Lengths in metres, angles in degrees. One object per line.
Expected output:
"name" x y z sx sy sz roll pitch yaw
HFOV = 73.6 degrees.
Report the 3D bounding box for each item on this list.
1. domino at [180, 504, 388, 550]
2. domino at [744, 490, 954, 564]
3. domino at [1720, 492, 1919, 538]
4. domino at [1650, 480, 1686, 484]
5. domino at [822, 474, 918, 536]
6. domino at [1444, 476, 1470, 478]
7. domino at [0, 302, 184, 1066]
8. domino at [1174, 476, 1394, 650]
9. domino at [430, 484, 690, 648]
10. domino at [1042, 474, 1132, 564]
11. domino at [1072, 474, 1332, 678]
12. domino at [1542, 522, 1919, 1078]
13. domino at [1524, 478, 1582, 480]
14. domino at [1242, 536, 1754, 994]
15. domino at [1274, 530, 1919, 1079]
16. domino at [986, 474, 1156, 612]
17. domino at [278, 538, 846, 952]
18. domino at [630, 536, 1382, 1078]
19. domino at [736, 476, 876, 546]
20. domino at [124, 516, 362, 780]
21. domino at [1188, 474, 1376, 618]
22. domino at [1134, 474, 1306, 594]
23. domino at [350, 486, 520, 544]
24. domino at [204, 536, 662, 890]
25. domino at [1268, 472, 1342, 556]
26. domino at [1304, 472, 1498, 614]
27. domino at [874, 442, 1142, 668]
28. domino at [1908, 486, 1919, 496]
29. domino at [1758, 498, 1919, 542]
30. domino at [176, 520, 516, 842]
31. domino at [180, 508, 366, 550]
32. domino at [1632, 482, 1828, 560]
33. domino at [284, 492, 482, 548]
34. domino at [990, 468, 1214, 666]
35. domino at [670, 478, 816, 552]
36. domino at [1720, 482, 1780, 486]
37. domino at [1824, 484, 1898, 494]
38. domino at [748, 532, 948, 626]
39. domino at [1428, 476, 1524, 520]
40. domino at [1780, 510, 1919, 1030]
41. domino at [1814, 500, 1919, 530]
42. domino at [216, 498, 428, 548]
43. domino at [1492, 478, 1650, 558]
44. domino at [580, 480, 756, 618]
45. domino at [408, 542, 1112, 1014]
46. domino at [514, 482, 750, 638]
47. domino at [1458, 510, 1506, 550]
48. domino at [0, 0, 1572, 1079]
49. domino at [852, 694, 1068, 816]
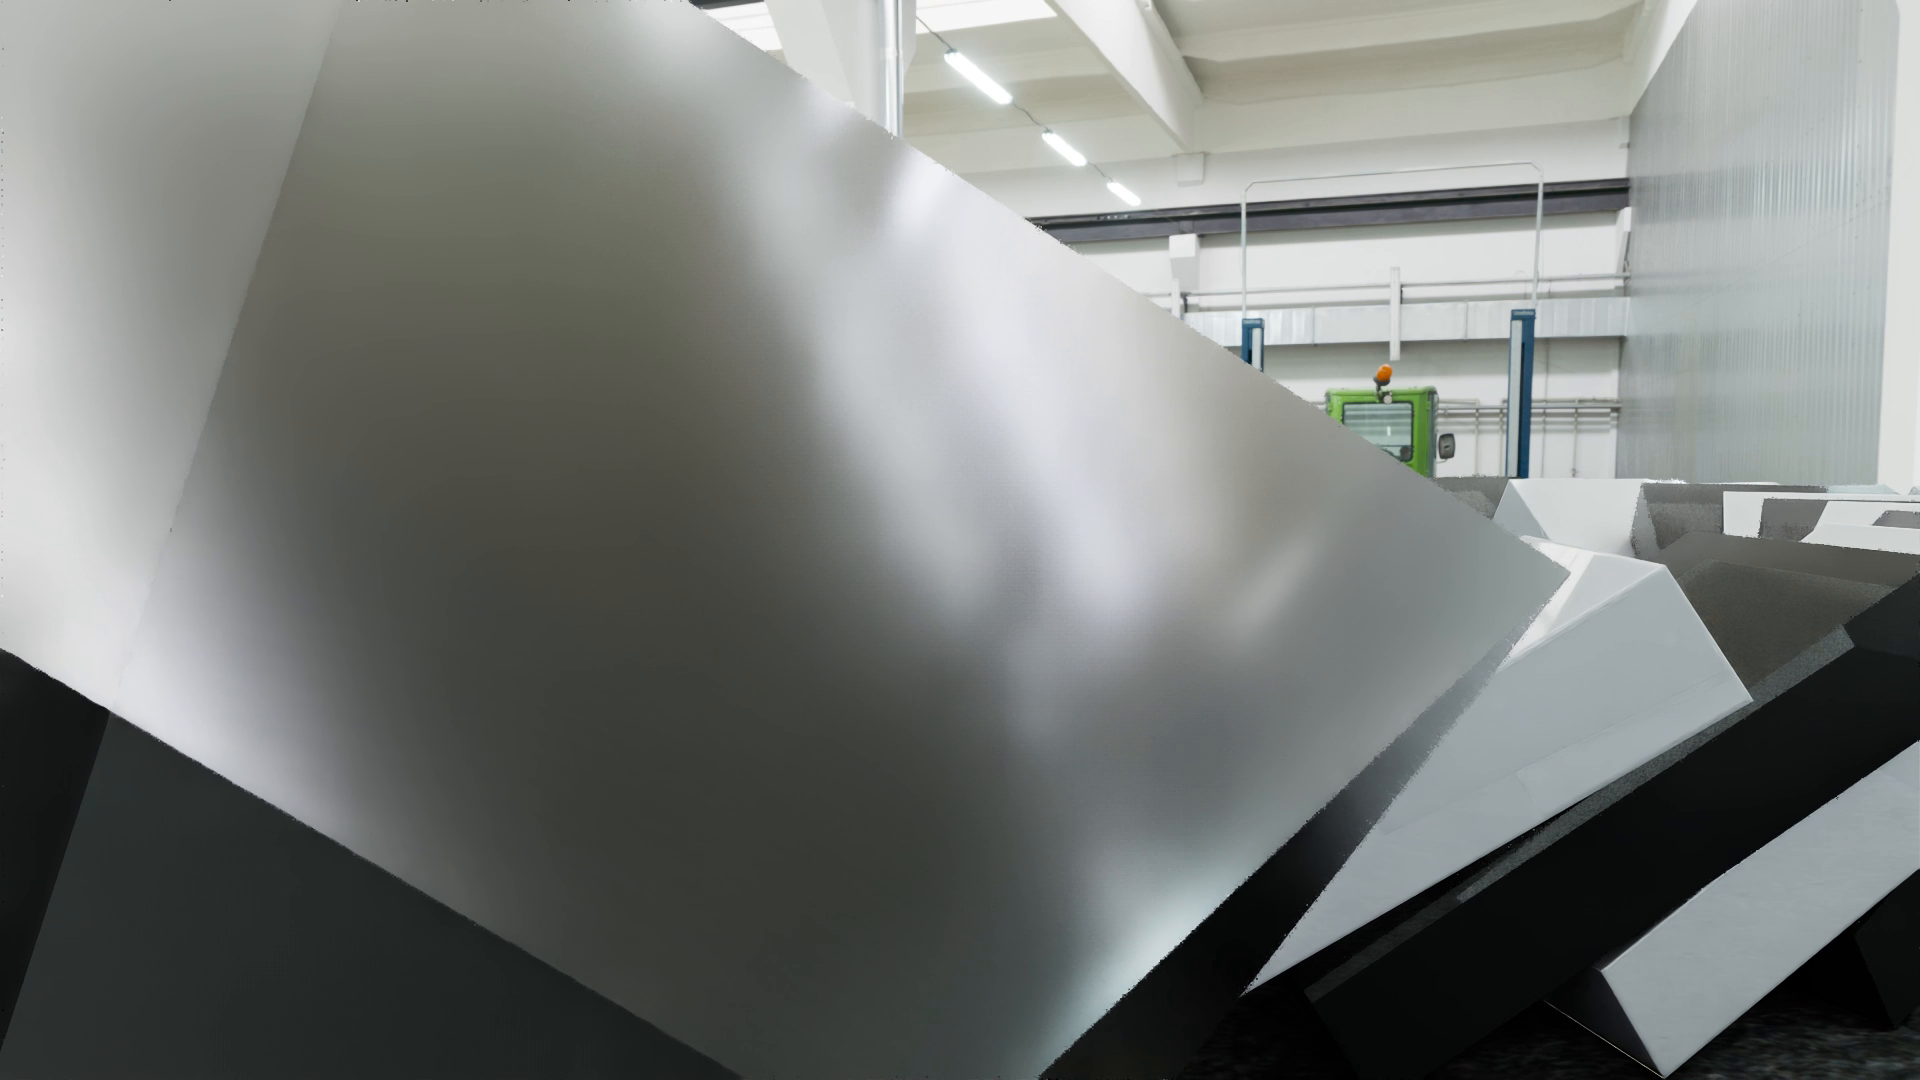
"domino" -0.089 0.012 0.181 0.025 0.009 0.050 0 -28 0
"domino" -0.009 0.008 0.223 0.050 0.010 0.025 28 -21 -28
"domino" 0.111 0.013 0.162 0.025 0.009 0.050 3 39 29
"domino" 0.166 0.005 0.277 0.025 0.009 0.050 -2 36 -28
"domino" -0.011 0.001 0.328 0.050 0.009 0.025 32 -3 -12
"domino" 0.139 0.002 0.306 0.025 0.009 0.050 -3 37 -39
"domino" -0.028 0.018 0.011 0.009 0.050 0.025 38 21 22
"domino" 0.068 0.006 0.246 0.050 0.009 0.025 43 27 28
"domino" -0.082 0.006 0.259 0.025 0.009 0.050 3 -27 38
"domino" 0.046 0.000 0.336 0.050 0.009 0.025 32 8 5
"domino" 0.048 0.006 0.250 0.050 0.009 0.025 37 16 15
"domino" 0.062 0.017 0.101 0.050 0.009 0.025 -34 11 -8
"domino" 0.153 0.003 0.292 0.025 0.009 0.050 -2 36 -35
"domino" 0.025 0.018 0.091 0.050 0.009 0.025 -33 0 7
"domino" 0.044 0.018 0.095 0.050 0.009 0.025 -33 6 -2
"domino" 0.027 0.000 0.337 0.050 0.009 0.025 32 6 2
"domino" -0.032 0.017 0.104 0.050 0.010 0.025 -37 -20 35
"domino" 0.004 0.018 0.090 0.050 0.009 0.025 -34 -8 20
"domino" -0.029 0.001 0.316 0.050 0.009 0.025 34 -11 -24
"domino" -0.078 0.014 0.145 0.025 0.009 0.050 -1 -28 -13
"domino" 0.085 0.001 0.331 0.050 0.009 0.025 34 14 14
"domino" 0.066 0.000 0.335 0.050 0.009 0.025 33 12 11
"domino" -0.089 0.007 0.241 0.025 0.009 0.050 2 -28 29
"domino" -0.049 0.017 0.115 0.025 0.009 0.050 -4 -27 -41
"domino" 0.105 0.001 0.326 0.050 0.009 0.025 39 23 25
"domino" 0.088 0.006 0.236 0.025 0.009 0.050 -1 40 -27
"domino" 0.009 0.003 0.239 0.050 0.009 0.025 43 -13 -14
"domino" 0.194 0.008 0.226 0.025 0.009 0.050 -1 37 -8
"domino" 0.103 0.014 0.144 0.025 0.009 0.050 3 39 35
"domino" -0.063 0.015 0.128 0.025 0.009 0.050 -3 -28 -35
"domino" -0.085 0.013 0.162 0.025 0.009 0.050 -1 -28 -9
"domino" 0.114 0.011 0.181 0.025 0.010 0.050 2 39 16
"domino" -0.090 0.009 0.220 0.025 0.009 0.050 1 -28 12
"domino" 0.028 0.005 0.254 0.050 0.010 0.025 37 9 11
"domino" -0.044 0.003 0.304 0.050 0.009 0.025 34 -14 -29
"domino" 0.176 0.006 0.261 0.025 0.009 0.050 -2 36 -24
"domino" 0.185 0.007 0.244 0.025 0.009 0.050 -1 36 -19
"domino" -0.009 0.013 0.194 0.025 0.009 0.050 -7 -20 18
"domino" 0.098 0.008 0.220 0.025 0.009 0.050 -1 39 -18
"domino" 0.080 0.016 0.110 0.050 0.009 0.025 -37 17 -16
"domino" 0.093 0.015 0.126 0.025 0.009 0.050 5 41 49
"domino" -0.091 0.010 0.201 0.025 0.009 0.050 0 -28 6
"domino" 0.107 0.009 0.202 0.025 0.009 0.050 0 39 -6
"domino" -0.058 0.004 0.290 0.050 0.009 0.025 37 -20 -36
"domino" -0.016 0.018 0.095 0.050 0.009 0.025 -36 -15 30
"domino" -0.071 0.005 0.276 0.025 0.009 0.050 4 -26 46
"domino" 0.123 0.001 0.318 0.025 0.009 0.050 -4 38 -49
"domino" -0.019 0.019 0.005 0.010 0.050 0.025 38 21 22
"domino" 0.000 0.025 0.172 0.025 0.009 0.050 0 4 0
